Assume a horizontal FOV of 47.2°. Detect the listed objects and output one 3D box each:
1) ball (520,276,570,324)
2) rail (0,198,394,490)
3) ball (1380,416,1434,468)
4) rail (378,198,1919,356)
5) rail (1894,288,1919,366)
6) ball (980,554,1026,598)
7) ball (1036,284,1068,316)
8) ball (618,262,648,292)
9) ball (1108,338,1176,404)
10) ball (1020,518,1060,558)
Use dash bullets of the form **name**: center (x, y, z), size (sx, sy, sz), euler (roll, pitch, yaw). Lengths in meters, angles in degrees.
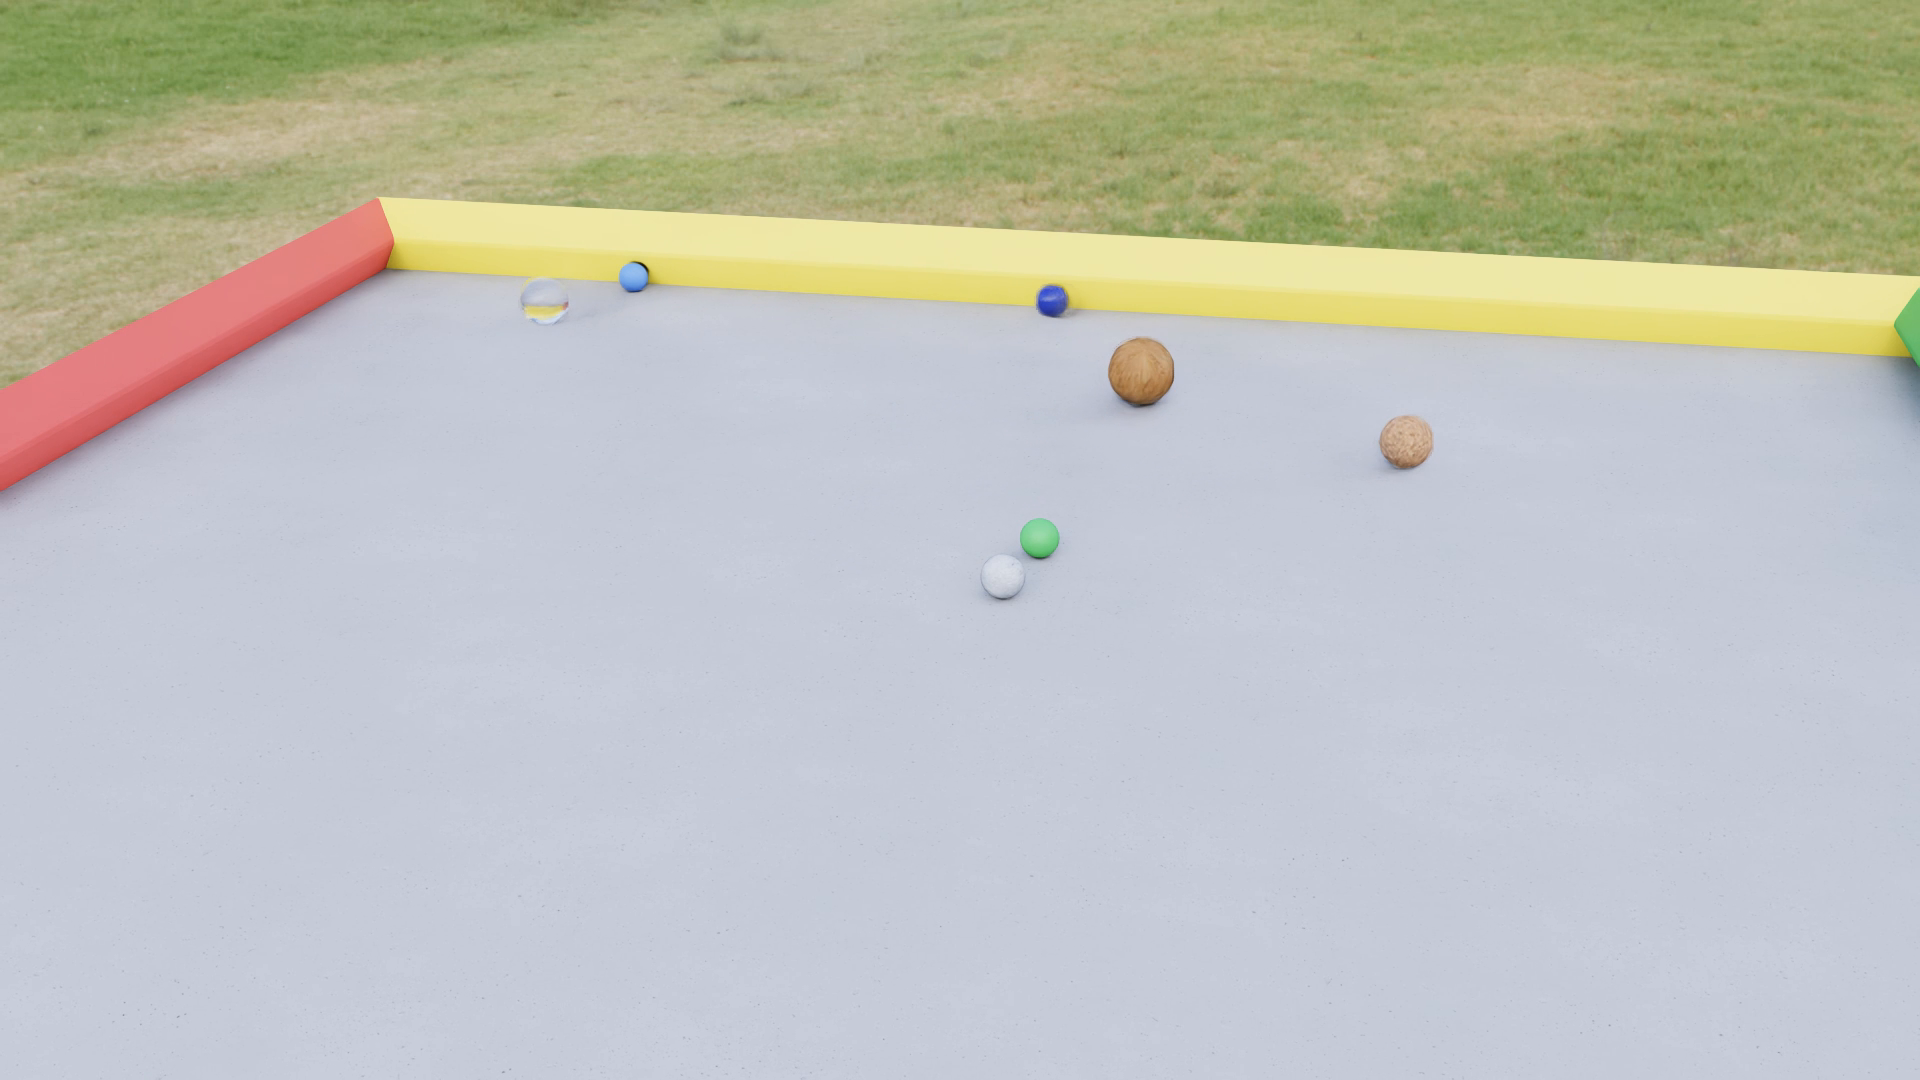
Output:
- **ball**: center (-0.663, -0.382, 3.511), size (0.076, 0.076, 0.076), euler (0, 22, 0)
- **rail**: center (-1.435, 0.280, 1.819), size (0.045, 0.124, 4.401), euler (5, 23, 11)
- **ball**: center (0.588, -0.130, 2.900), size (0.070, 0.070, 0.070), euler (0, 22, 0)
- **rail**: center (0.222, -0.427, 3.557), size (2.517, 0.124, 0.045), euler (5, 23, 11)
- **rail**: center (0.981, 0.472, 1.348), size (0.045, 0.124, 4.401), euler (5, 23, 11)
- **ball**: center (0.049, 0.041, 2.504), size (0.052, 0.052, 0.052), euler (0, 22, 0)
- **ball**: center (0.150, -0.387, 3.557), size (0.051, 0.051, 0.051), euler (0, 22, 0)
- **ball**: center (-0.549, -0.441, 3.693), size (0.049, 0.049, 0.049), euler (0, 22, 0)
- **ball**: center (0.259, -0.241, 3.138), size (0.095, 0.095, 0.095), euler (0, 22, 0)
- **ball**: center (0.095, -0.002, 2.617), size (0.047, 0.047, 0.047), euler (0, 22, 0)
